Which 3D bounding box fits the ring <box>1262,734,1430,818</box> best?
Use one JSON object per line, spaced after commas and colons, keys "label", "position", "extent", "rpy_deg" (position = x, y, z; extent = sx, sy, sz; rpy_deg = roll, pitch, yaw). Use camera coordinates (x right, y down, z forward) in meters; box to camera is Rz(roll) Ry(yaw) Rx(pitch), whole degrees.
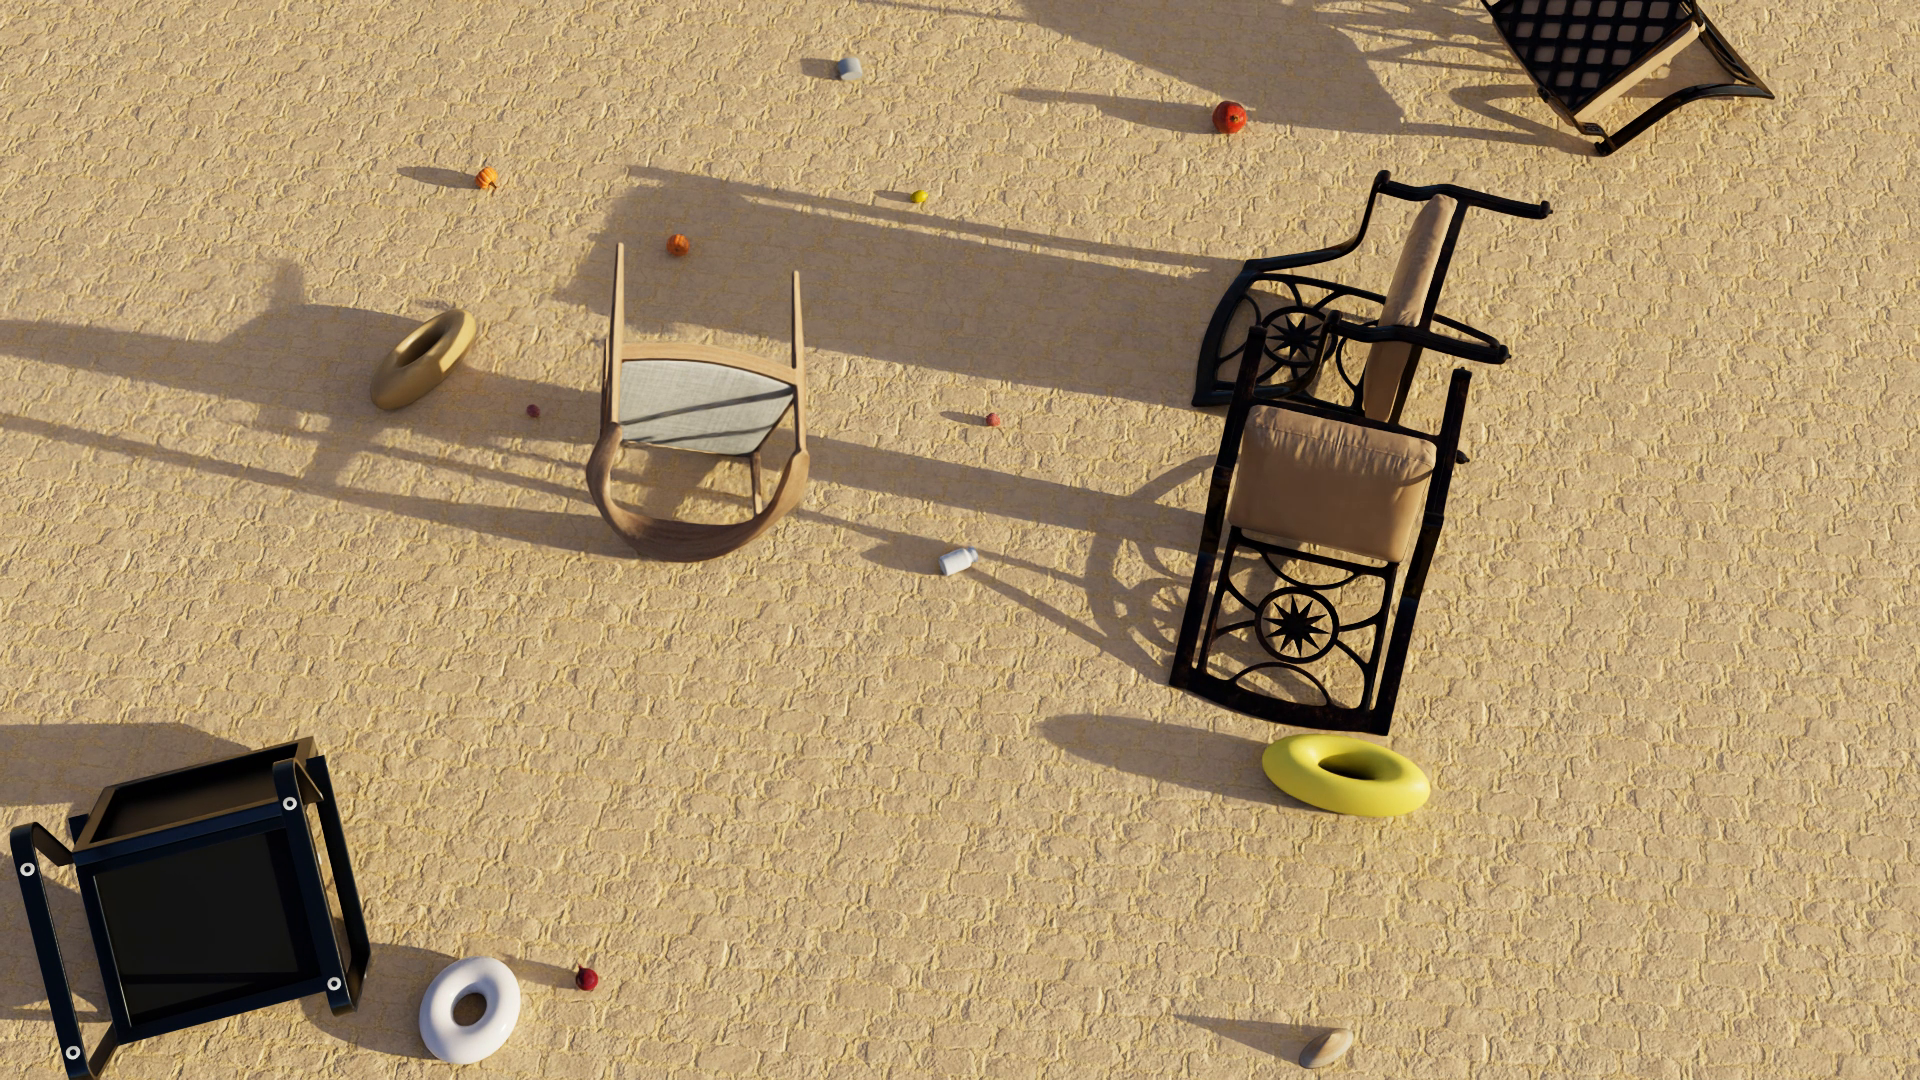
{"label": "ring", "position": [1.060, 0.647, 6.047], "extent": [0.465, 0.159, 0.194], "rpy_deg": [12, 55, 7]}

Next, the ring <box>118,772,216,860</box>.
{"label": "ring", "position": [-2.178, 0.755, 6.039], "extent": [0.188, 0.048, 0.308], "rpy_deg": [34, 63, 20]}

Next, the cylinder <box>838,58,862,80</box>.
{"label": "cylinder", "position": [-0.382, -1.638, 7.650], "extent": [0.076, 0.039, 0.071], "rpy_deg": [-9, 57, -8]}

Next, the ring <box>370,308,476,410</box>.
{"label": "ring", "position": [-1.674, -0.564, 6.866], "extent": [0.150, 0.147, 0.435], "rpy_deg": [30, 60, 22]}

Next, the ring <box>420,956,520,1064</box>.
{"label": "ring", "position": [-1.271, 1.218, 5.704], "extent": [0.257, 0.089, 0.297], "rpy_deg": [11, 56, 8]}

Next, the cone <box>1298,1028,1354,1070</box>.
{"label": "cone", "position": [0.948, 1.289, 5.650], "extent": [0.169, 0.098, 0.076], "rpy_deg": [-27, 60, -17]}
